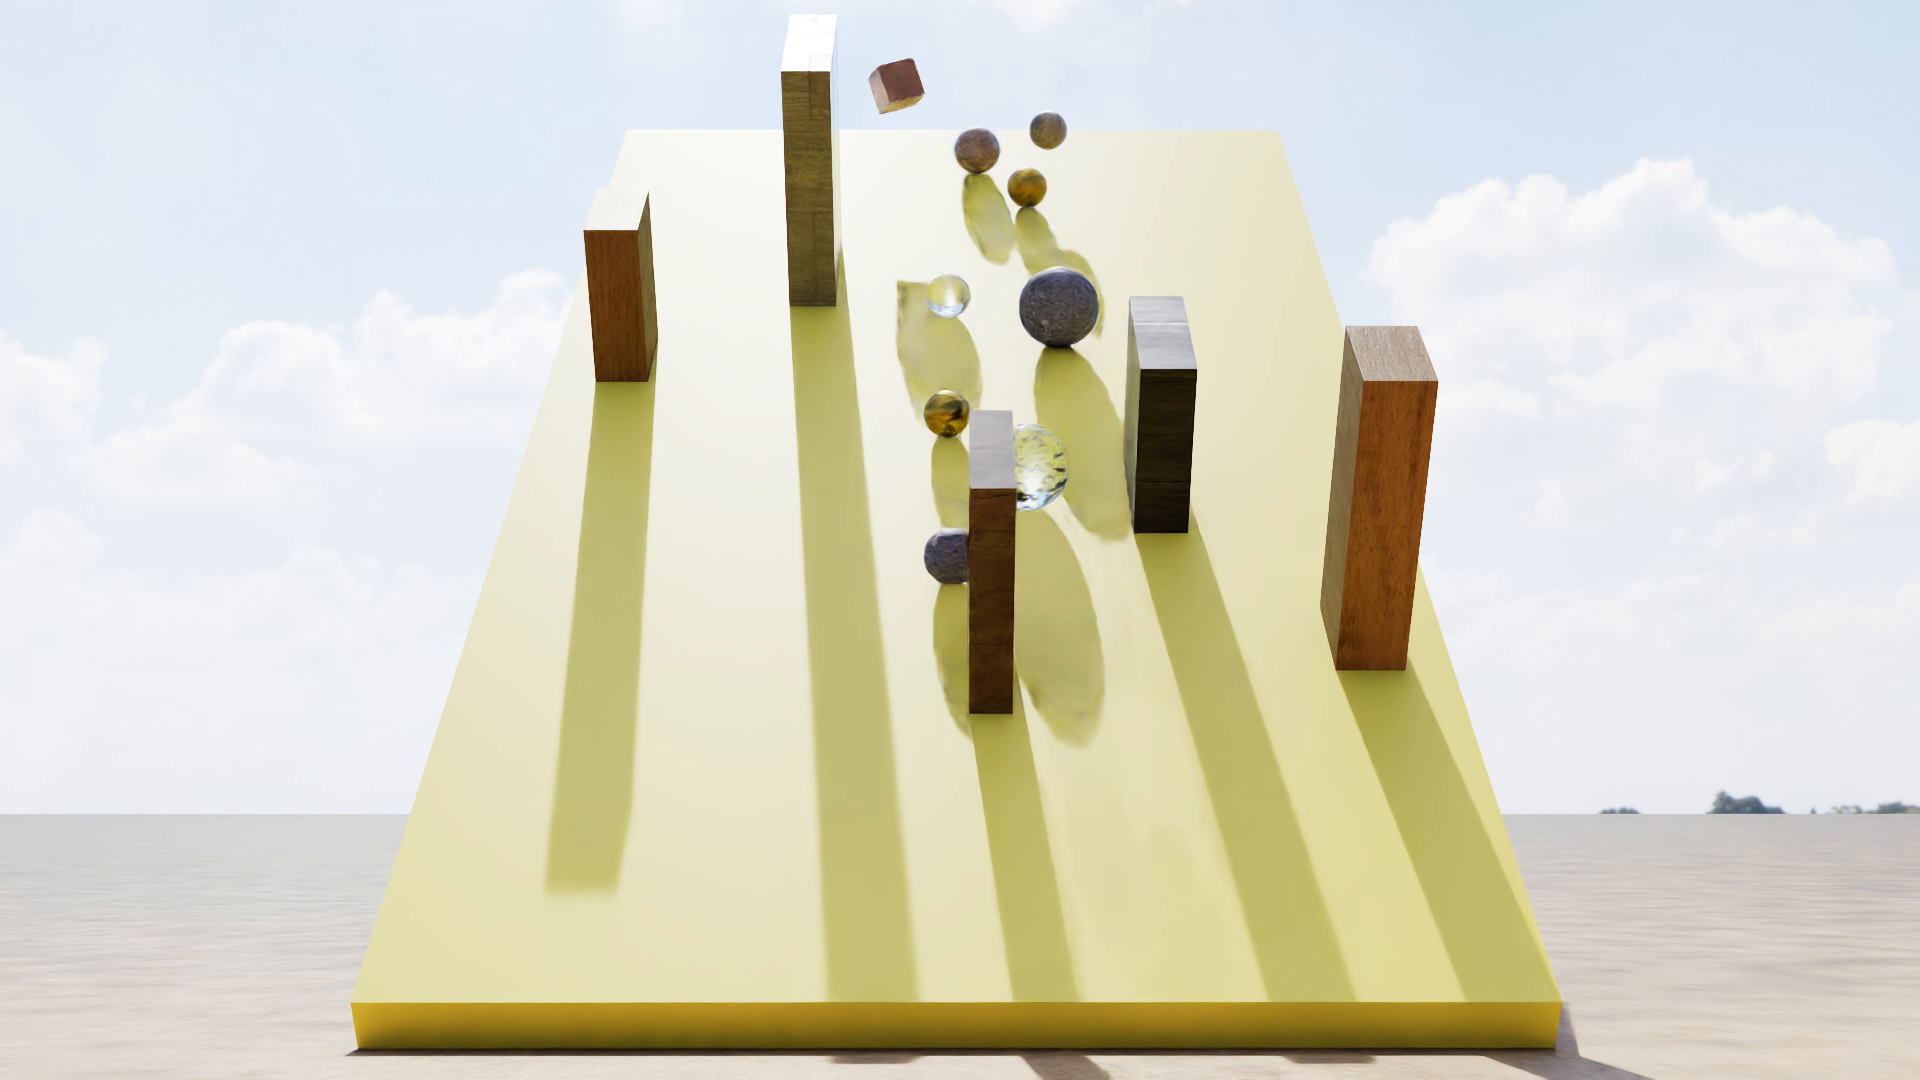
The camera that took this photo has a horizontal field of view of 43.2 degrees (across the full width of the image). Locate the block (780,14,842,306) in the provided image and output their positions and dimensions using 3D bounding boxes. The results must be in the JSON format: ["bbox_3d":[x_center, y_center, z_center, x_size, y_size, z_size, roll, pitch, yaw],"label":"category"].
[{"bbox_3d":[-0.386,-0.998,6.361,0.122,0.641,0.435,0,30,0],"label":"block"}]

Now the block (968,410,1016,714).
[{"bbox_3d":[0.060,0.041,4.729,0.086,0.503,0.317,0,30,0],"label":"block"}]

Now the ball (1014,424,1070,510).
[{"bbox_3d":[0.148,-0.162,5.382,0.193,0.193,0.193,0,-6,0],"label":"ball"}]

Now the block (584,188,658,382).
[{"bbox_3d":[-0.832,-0.628,5.962,0.129,0.403,0.256,0,30,0],"label":"block"}]

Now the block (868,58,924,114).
[{"bbox_3d":[-0.186,-1.322,7.055,0.113,0.113,0.113,-18,-3,-18],"label":"block"}]

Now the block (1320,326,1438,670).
[{"bbox_3d":[0.824,-0.079,4.795,0.141,0.648,0.240,0,30,0],"label":"block"}]

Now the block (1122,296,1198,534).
[{"bbox_3d":[0.440,-0.281,5.380,0.121,0.403,0.366,0,30,0],"label":"block"}]

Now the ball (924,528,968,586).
[{"bbox_3d":[-0.016,0.034,5.116,0.122,0.122,0.122,0,-6,0],"label":"ball"}]

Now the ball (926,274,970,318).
[{"bbox_3d":[-0.030,-0.631,6.257,0.116,0.116,0.116,0,-6,0],"label":"ball"}]

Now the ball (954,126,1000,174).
[{"bbox_3d":[0.050,-1.146,7.113,0.138,0.138,0.138,0,-6,0],"label":"ball"}]

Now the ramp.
[{"bbox_3d":[-0.013,-0.206,5.746,2.000,0.100,4.000,0,30,0],"label":"ramp"}]

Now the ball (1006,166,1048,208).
[{"bbox_3d":[0.191,-1.004,6.893,0.116,0.116,0.116,0,-6,0],"label":"ball"}]

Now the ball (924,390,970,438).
[{"bbox_3d":[-0.030,-0.297,5.692,0.111,0.111,0.111,0,-6,0],"label":"ball"}]

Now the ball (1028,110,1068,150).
[{"bbox_3d":[0.255,-1.187,7.011,0.113,0.113,0.113,0,-6,0],"label":"ball"}]

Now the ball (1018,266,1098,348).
[{"bbox_3d":[0.248,-0.586,6.096,0.203,0.203,0.203,0,-6,0],"label":"ball"}]
